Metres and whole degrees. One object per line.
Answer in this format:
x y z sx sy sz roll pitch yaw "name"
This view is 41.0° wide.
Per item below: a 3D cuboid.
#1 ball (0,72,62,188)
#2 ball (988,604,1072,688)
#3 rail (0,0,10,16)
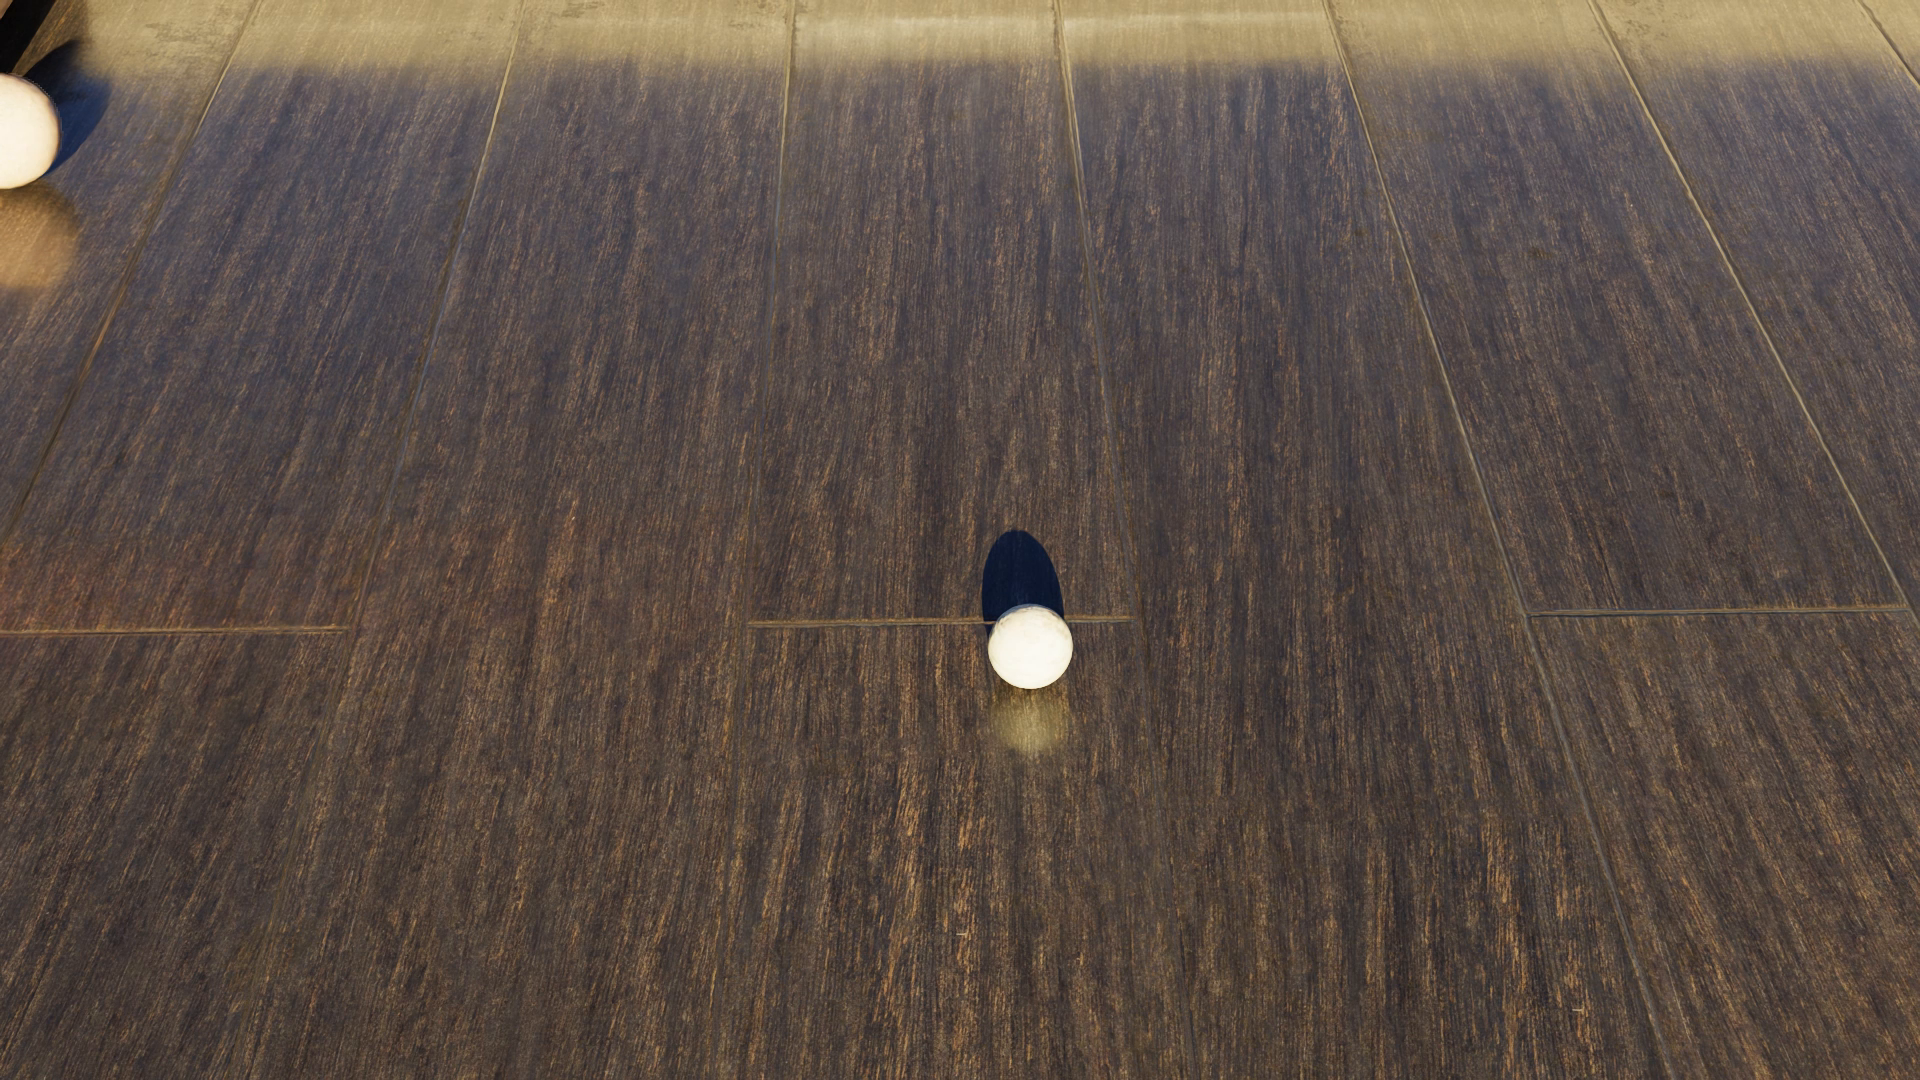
-0.782 -0.333 2.090 0.093 0.093 0.093 0 36 0 "ball"
0.043 0.065 1.578 0.053 0.053 0.053 0 36 0 "ball"
-0.847 -0.010 1.621 0.045 0.121 2.080 -1 36 -1 "rail"
